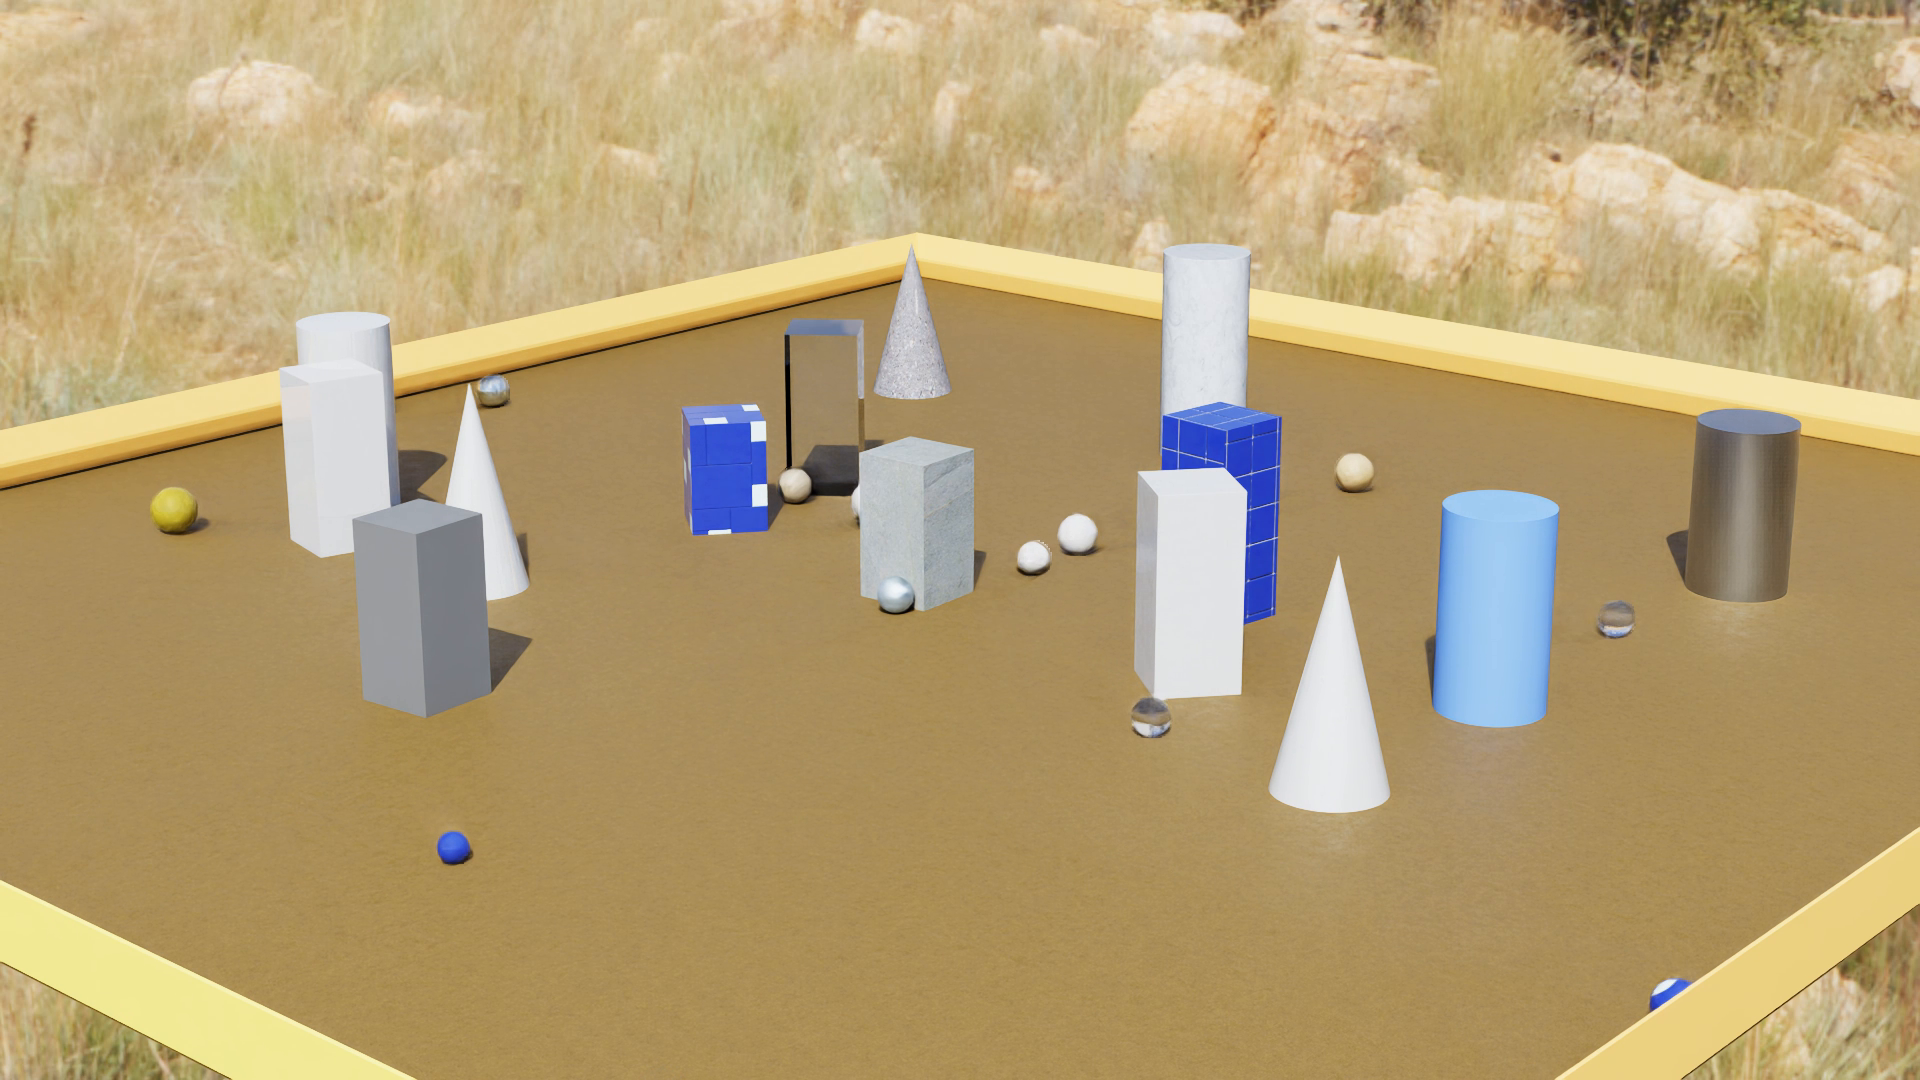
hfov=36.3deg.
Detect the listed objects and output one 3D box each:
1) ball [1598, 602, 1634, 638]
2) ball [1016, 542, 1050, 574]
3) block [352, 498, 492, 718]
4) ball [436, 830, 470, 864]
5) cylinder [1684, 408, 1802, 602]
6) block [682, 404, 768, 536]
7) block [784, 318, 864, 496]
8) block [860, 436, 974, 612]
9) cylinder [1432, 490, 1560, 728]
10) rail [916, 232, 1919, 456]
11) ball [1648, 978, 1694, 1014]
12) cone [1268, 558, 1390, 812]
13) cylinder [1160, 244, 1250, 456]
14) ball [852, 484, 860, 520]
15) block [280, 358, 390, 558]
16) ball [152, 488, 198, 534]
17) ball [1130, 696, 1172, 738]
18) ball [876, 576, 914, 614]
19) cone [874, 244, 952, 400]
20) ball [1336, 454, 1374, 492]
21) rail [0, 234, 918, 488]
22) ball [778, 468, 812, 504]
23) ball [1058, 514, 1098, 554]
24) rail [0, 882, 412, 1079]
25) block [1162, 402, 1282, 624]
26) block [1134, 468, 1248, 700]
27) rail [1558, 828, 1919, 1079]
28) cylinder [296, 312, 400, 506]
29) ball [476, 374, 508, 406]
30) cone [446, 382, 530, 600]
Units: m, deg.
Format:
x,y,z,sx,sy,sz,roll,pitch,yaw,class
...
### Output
x,y,z,sx,sy,sz,roll,pitch,yaw,class
1.091,0.132,4.878,0.060,0.060,0.060,0,17,0,ball
0.130,0.032,5.209,0.058,0.058,0.058,0,17,0,ball
-0.836,0.104,4.563,0.140,0.295,0.140,12,21,35,block
-0.687,0.416,3.970,0.044,0.044,0.044,0,17,0,ball
1.360,-0.061,5.099,0.175,0.300,0.175,0,17,0,cylinder
-0.441,-0.133,5.492,0.140,0.210,0.140,-3,17,-11,block
-0.263,-0.259,5.717,0.140,0.320,0.140,1,17,3,block
-0.074,-0.030,5.070,0.140,0.257,0.140,13,21,36,block
0.823,0.104,4.510,0.175,0.326,0.175,0,17,0,cylinder
1.260,-0.393,6.511,3.677,0.114,0.045,14,22,39,rail
0.851,0.553,3.485,0.064,0.064,0.064,0,17,0,ball
0.533,0.191,4.178,0.175,0.354,0.175,0,17,0,cone
0.496,-0.378,5.942,0.175,0.418,0.175,0,17,0,cylinder
-0.160,-0.071,5.497,0.088,0.088,0.088,0,17,0,ball
-1.139,-0.152,5.355,0.140,0.325,0.140,-11,20,-33,block
-1.459,-0.055,5.451,0.085,0.085,0.085,0,17,0,ball
0.289,0.267,4.430,0.061,0.061,0.061,0,17,0,ball
-0.110,0.093,5.000,0.064,0.064,0.064,0,17,0,ball
-0.106,-0.493,6.469,0.175,0.332,0.175,0,17,0,cone
0.770,-0.132,5.719,0.075,0.075,0.075,0,17,0,ball
-1.370,-0.317,6.261,0.045,0.114,3.892,14,22,39,rail
-0.318,-0.104,5.643,0.067,0.067,0.067,0,17,0,ball
0.214,-0.010,5.323,0.073,0.073,0.073,0,17,0,ball
-1.260,0.450,3.733,3.677,0.114,0.045,14,22,39,rail
0.438,-0.040,4.949,0.140,0.348,0.140,-15,22,-40,block
0.361,0.068,4.621,0.140,0.332,0.140,-3,17,-9,block
1.370,0.374,3.983,0.045,0.114,3.892,14,22,39,rail
-1.163,-0.239,5.580,0.175,0.361,0.175,0,17,0,cylinder
-1.016,-0.323,6.361,0.069,0.069,0.069,0,17,0,ball
-0.844,-0.096,5.097,0.175,0.368,0.175,0,17,0,cone
